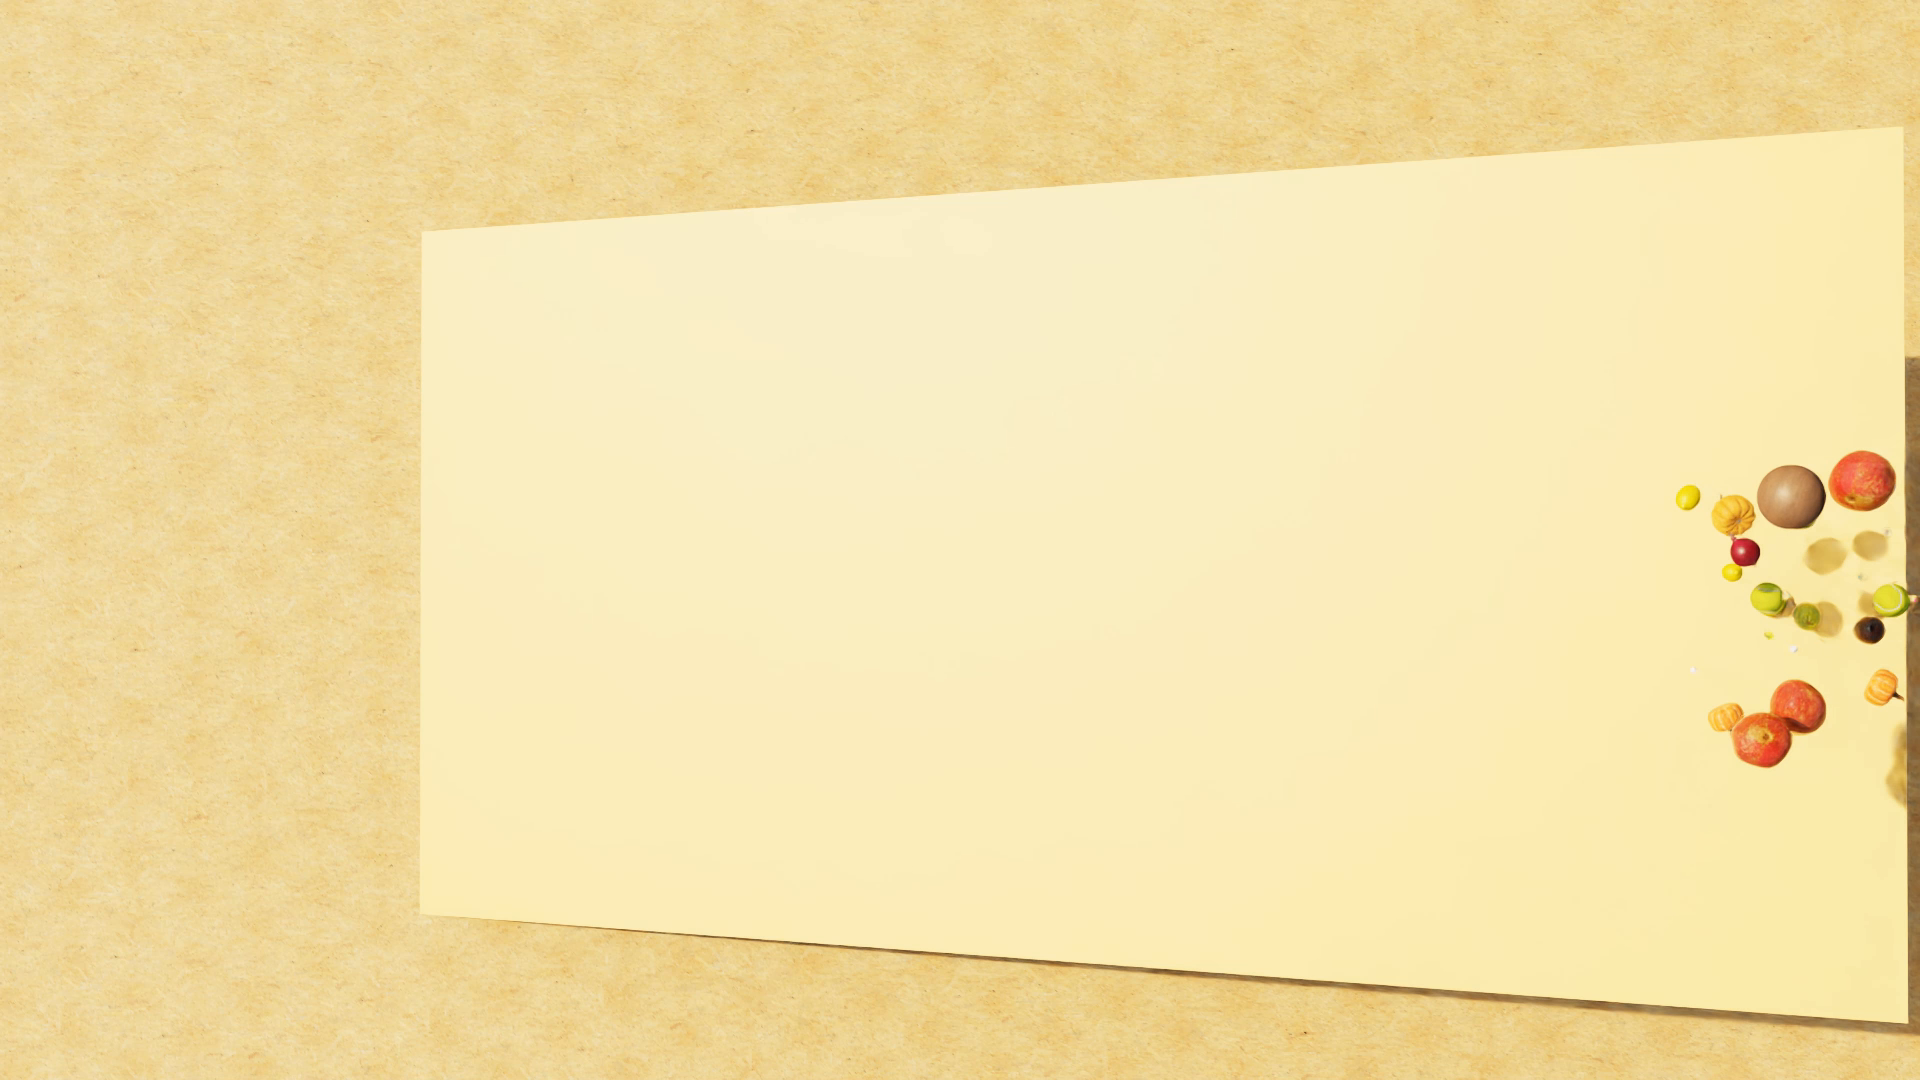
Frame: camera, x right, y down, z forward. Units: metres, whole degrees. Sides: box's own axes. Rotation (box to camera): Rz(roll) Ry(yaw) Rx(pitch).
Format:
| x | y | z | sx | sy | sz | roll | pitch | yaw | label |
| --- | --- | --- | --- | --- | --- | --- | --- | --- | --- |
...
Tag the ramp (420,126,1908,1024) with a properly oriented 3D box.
| x | y | z | sx | sy | sz | roll | pitch | yaw | label |
| --- | --- | --- | --- | --- | --- | --- | --- | --- | --- |
| 0.283 | 0.085 | 5.722 | 4.000 | 0.100 | 2.000 | 0 | 89 | 23 | ramp |
